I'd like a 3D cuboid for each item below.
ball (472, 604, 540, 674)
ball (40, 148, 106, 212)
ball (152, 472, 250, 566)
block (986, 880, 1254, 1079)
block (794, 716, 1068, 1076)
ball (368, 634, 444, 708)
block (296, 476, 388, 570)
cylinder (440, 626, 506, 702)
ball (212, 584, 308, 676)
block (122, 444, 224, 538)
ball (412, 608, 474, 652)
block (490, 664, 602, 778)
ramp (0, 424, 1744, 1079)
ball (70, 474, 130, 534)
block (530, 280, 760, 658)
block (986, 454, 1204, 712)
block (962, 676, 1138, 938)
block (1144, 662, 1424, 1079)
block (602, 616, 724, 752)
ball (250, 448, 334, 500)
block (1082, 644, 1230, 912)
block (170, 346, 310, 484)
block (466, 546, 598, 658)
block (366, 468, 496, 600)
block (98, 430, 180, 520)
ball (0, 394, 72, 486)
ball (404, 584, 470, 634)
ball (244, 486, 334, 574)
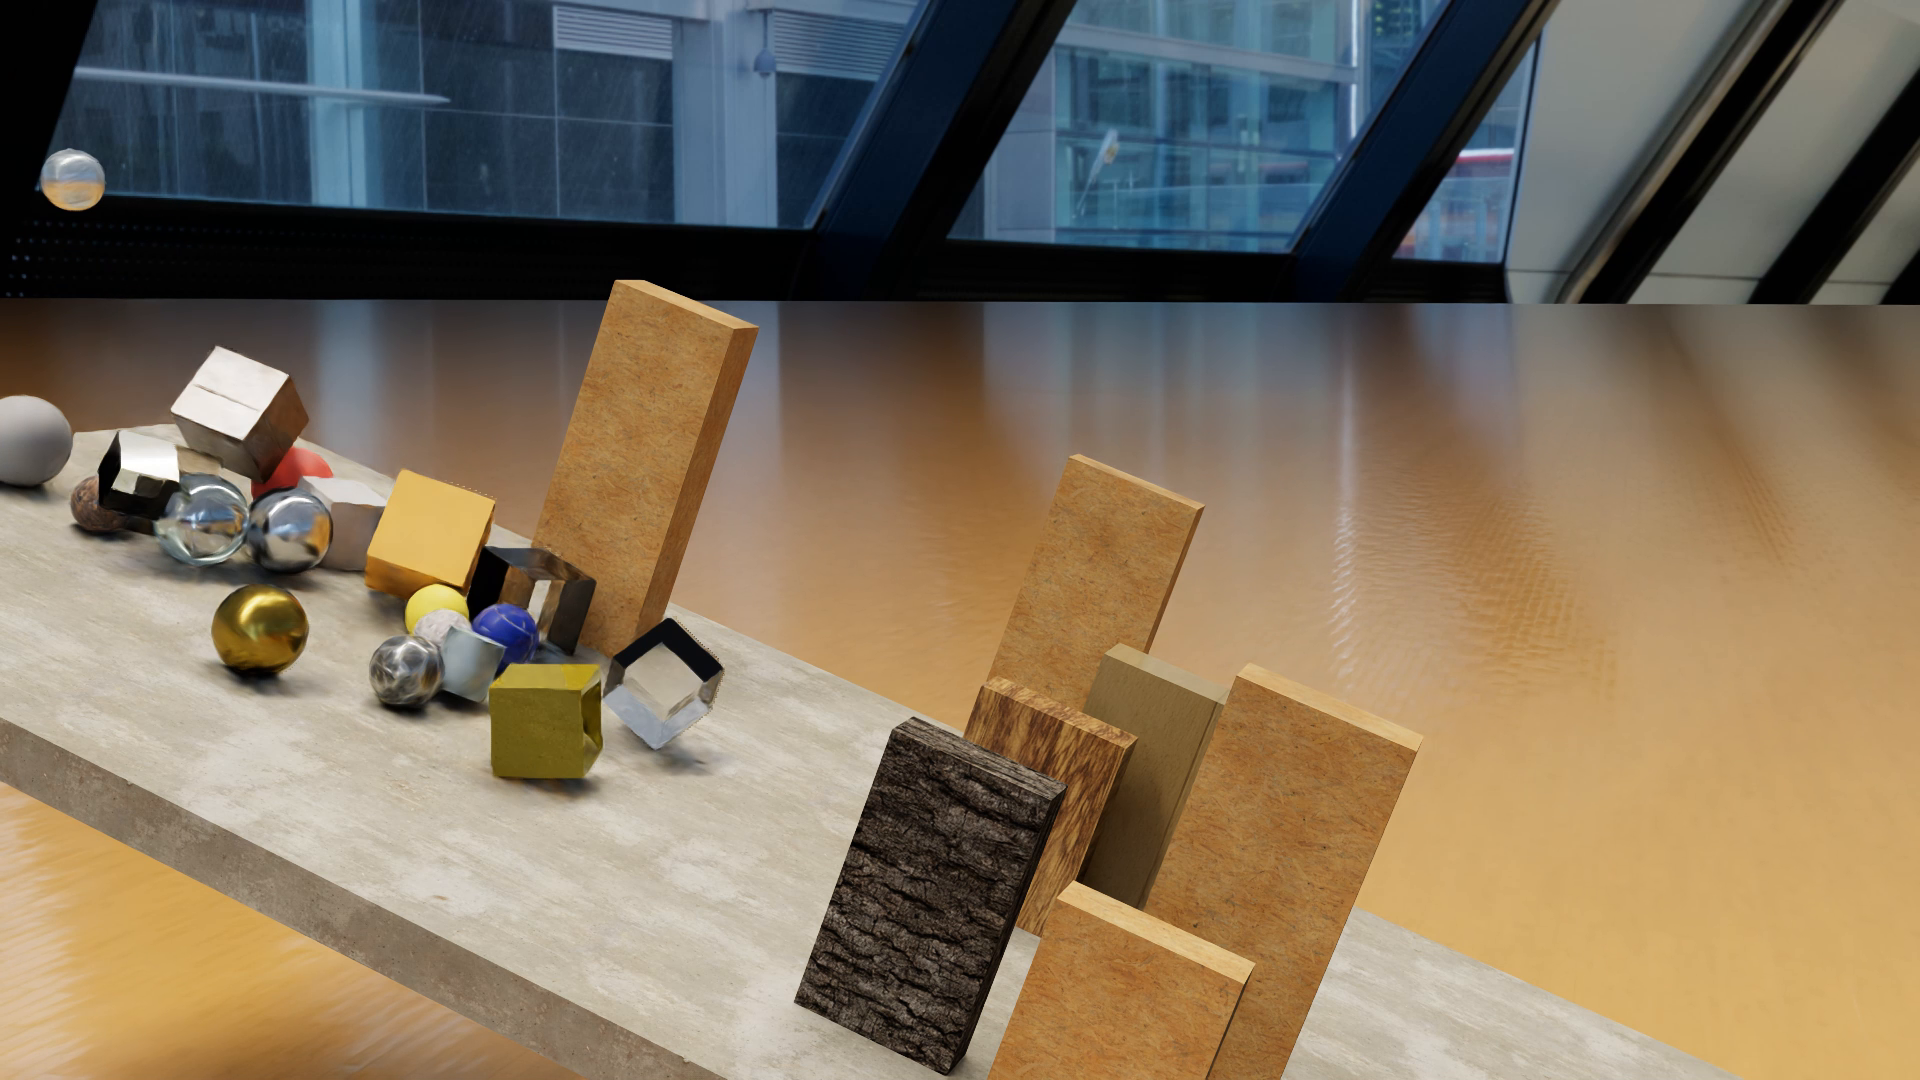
[{"bbox_3d":[-0.922,0.198,4.442,0.141,0.141,0.141,0,7,0],"label":"ball"},{"bbox_3d":[-1.820,-0.738,4.512,0.126,0.126,0.126,0,7,0],"label":"ball"},{"bbox_3d":[-1.526,-0.041,4.424,0.188,0.188,0.188,0,7,0],"label":"ball"},{"bbox_3d":[0.212,0.749,3.185,0.288,0.416,0.097,23,13,13],"label":"block"},{"bbox_3d":[-0.048,0.557,3.455,0.271,0.482,0.106,23,13,13],"label":"block"},{"bbox_3d":[-1.028,0.244,4.086,0.138,0.138,0.138,0,7,0],"label":"ball"},{"bbox_3d":[-1.347,-0.036,4.765,0.151,0.151,0.151,6,18,-47],"label":"block"},{"bbox_3d":[-0.946,0.237,4.220,0.114,0.114,0.114,22,-3,1],"label":"cylinder"},{"bbox_3d":[-1.269,0.163,3.988,0.169,0.169,0.169,0,7,0],"label":"ball"},{"bbox_3d":[-1.637,-0.100,4.568,0.154,0.154,0.154,17,15,-16],"label":"block"},{"bbox_3d":[-1.020,0.197,4.341,0.122,0.122,0.122,0,7,0],"label":"ball"},{"bbox_3d":[-0.750,0.327,3.994,0.165,0.165,0.165,1,12,2],"label":"block"},{"bbox_3d":[-0.329,0.598,4.208,4.000,0.100,2.000,23,13,13],"label":"ramp"},{"bbox_3d":[-1.723,-0.073,4.414,0.119,0.119,0.119,0,7,0],"label":"ball"},{"bbox_3d":[-0.711,-0.150,4.790,0.290,0.773,0.142,23,13,13],"label":"block"},{"bbox_3d":[0.258,0.214,4.800,0.300,0.742,0.086,23,13,13],"label":"block"},{"bbox_3d":[0.120,0.504,4.136,0.294,0.402,0.105,23,13,13],"label":"block"},{"bbox_3d":[0.480,0.590,3.614,0.305,0.704,0.123,23,13,13],"label":"block"},{"bbox_3d":[-0.587,0.284,4.335,0.154,0.154,0.154,42,52,14],"label":"block"},{"bbox_3d":[-1.470,-0.115,4.849,0.179,0.179,0.179,0,7,0],"label":"ball"},{"bbox_3d":[0.332,0.493,4.266,0.274,0.507,0.133,23,13,13],"label":"block"},{"bbox_3d":[-1.536,-0.266,4.698,0.180,0.180,0.180,21,-28,10],"label":"block"},{"bbox_3d":[-0.915,0.132,4.659,0.176,0.176,0.176,28,15,32],"label":"block"},{"bbox_3d":[-1.107,0.008,4.593,0.201,0.201,0.201,19,-24,-8],"label":"block"},{"bbox_3d":[-1.615,-0.127,4.320,0.112,0.112,0.112,16,36,-36],"label":"block"},{"bbox_3d":[-1.921,-0.204,4.510,0.188,0.188,0.188,0,7,0],"label":"ball"},{"bbox_3d":[-1.058,0.154,4.451,0.128,0.128,0.128,0,7,0],"label":"ball"},{"bbox_3d":[-1.392,-0.019,4.550,0.183,0.183,0.183,0,7,0],"label":"ball"}]
